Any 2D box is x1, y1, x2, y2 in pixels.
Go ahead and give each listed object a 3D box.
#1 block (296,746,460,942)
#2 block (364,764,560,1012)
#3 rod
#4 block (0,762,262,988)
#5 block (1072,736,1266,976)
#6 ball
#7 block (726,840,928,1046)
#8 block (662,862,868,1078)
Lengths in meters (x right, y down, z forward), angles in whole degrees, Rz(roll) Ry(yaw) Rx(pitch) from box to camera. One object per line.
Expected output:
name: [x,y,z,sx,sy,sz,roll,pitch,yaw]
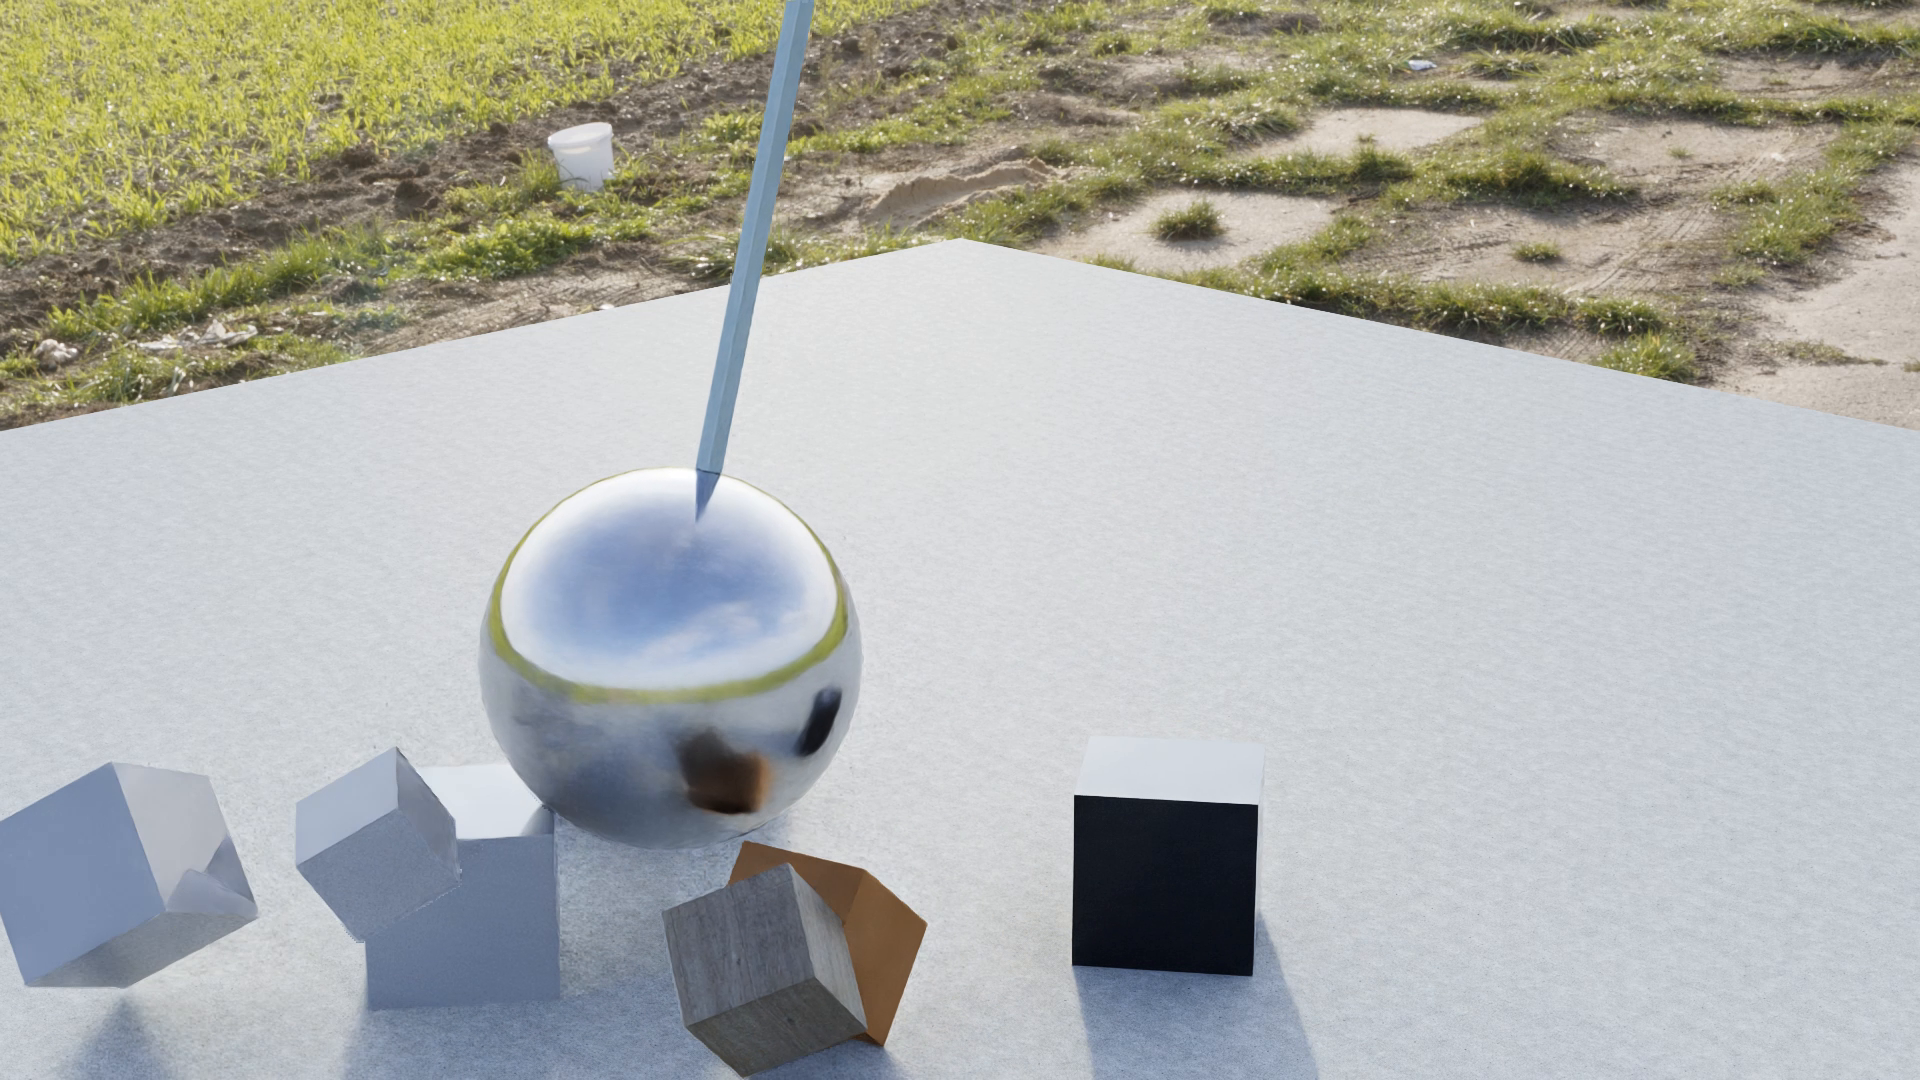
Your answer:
block: [-2.281,1.186,11.478,0.463,0.427,0.451,-30,30,5]
block: [-2.107,1.459,12.453,0.784,0.750,0.810,-2,18,-7]
rod: [-0.522,-2.823,11.908,0.080,5.200,0.080,17,7,42]
block: [-3.436,1.379,11.984,0.684,0.656,0.729,-28,-16,11]
block: [0.910,1.359,12.708,0.772,0.788,0.694,2,18,8]
ball: [-1.204,0.492,12.234,1.600,1.600,1.600,0,17,0]
block: [-0.586,1.624,11.799,0.571,0.533,0.644,10,-22,28]
block: [-0.737,1.632,11.093,0.526,0.561,0.488,-22,55,8]
